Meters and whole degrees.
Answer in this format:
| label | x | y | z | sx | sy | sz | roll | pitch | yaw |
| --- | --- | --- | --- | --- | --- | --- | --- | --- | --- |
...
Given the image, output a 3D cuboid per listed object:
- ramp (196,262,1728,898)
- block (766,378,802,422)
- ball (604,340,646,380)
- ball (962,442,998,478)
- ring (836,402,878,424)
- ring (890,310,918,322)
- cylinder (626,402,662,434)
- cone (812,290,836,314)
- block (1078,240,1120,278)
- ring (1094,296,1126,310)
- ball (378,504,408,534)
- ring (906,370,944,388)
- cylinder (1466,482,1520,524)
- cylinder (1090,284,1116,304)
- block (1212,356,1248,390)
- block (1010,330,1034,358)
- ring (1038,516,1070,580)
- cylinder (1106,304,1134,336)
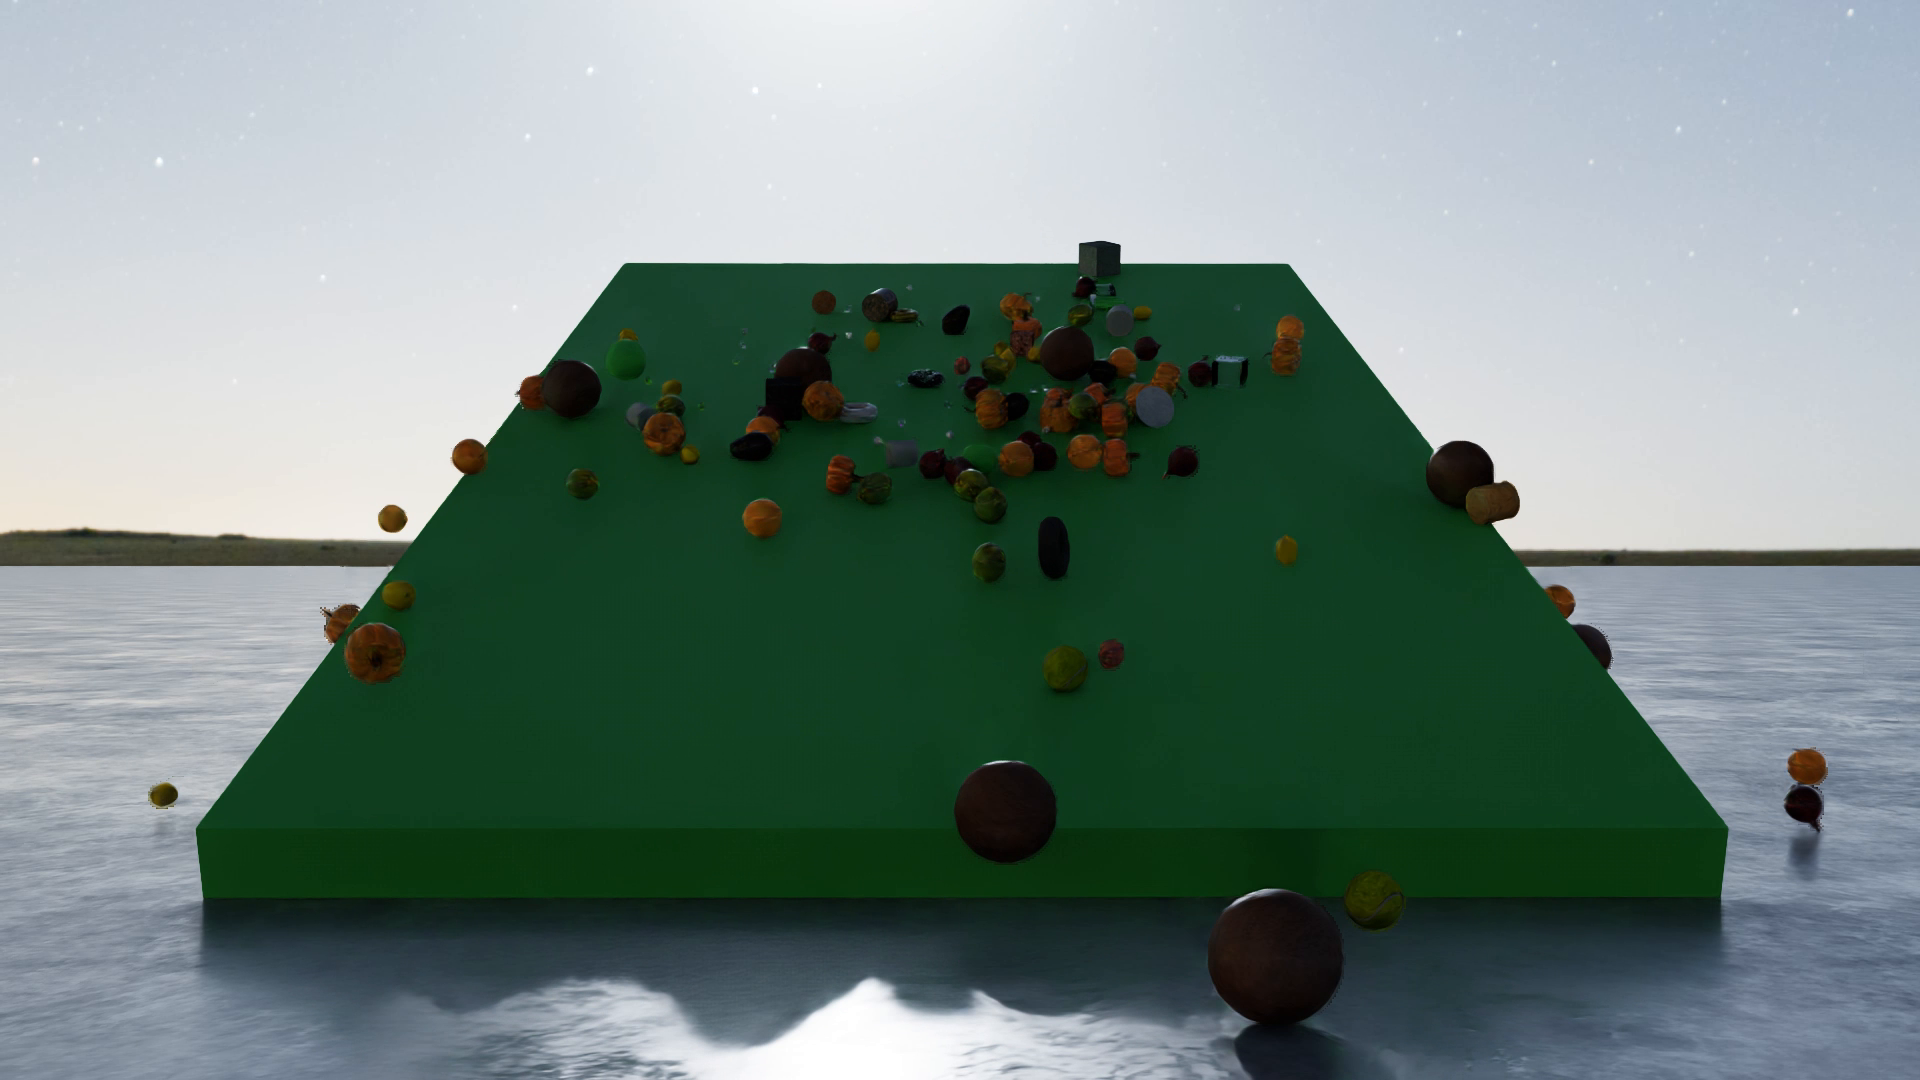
| label | x | y | z | sx | sy | sz | roll | pitch | yaw |
| --- | --- | --- | --- | --- | --- | --- | --- | --- | --- |
| ramp | -0.003 | -0.182 | 4.831 | 2.000 | 0.100 | 4.000 | 0 | 18 | 0 |
| block | -0.391 | -0.312 | 4.945 | 0.079 | 0.079 | 0.079 | -1 | 18 | -4 |
| ball | -0.769 | -0.414 | 5.130 | 0.096 | 0.096 | 0.096 | 0 | -1 | 0 |
| ball | 0.039 | -0.162 | 4.487 | 0.072 | 0.072 | 0.072 | 0 | -1 | 0 |
| ring | -0.229 | -0.281 | 4.927 | 0.093 | 0.031 | 0.093 | -1 | 19 | 0 |
| ring | -0.148 | -0.596 | 5.928 | 0.078 | 0.026 | 0.078 | -1 | 17 | 0 |
| cylinder | -0.684 | -0.264 | 4.827 | 0.057 | 0.057 | 0.057 | 0 | 15 | -34 |
| cone | -0.361 | -0.633 | 6.036 | 0.067 | 0.067 | 0.067 | 0 | -9 | 10 |
| block | 0.410 | -0.826 | 6.552 | 0.088 | 0.088 | 0.088 | -11 | 21 | -32 |
| ring | 0.407 | -0.645 | 6.080 | 0.087 | 0.029 | 0.087 | 0 | 16 | 0 |
| ball | -1.068 | -0.040 | 4.199 | 0.055 | 0.055 | 0.055 | 0 | -1 | 0 |
| ring | -0.082 | -0.379 | 5.239 | 0.086 | 0.029 | 0.086 | 0 | 19 | 0 |
| cylinder | 0.999 | -0.070 | 4.186 | 0.071 | 0.071 | 0.071 | -11 | 4 | -21 |
| cylinder | 0.393 | -0.676 | 6.138 | 0.054 | 0.054 | 0.054 | -8 | 3 | -24 |
| block | 0.632 | -0.392 | 5.225 | 0.064 | 0.064 | 0.064 | 8 | 19 | 24 |
| block | 0.154 | -0.487 | 5.536 | 0.055 | 0.055 | 0.055 | 2 | 18 | 7 |
| ring | 0.162 | 0.013 | 3.872 | 0.037 | 0.110 | 0.110 | -4 | -2 | 17 |
| cylinder | 0.412 | -0.567 | 5.765 | 0.070 | 0.070 | 0.070 | 0 | 18 | 4 |
